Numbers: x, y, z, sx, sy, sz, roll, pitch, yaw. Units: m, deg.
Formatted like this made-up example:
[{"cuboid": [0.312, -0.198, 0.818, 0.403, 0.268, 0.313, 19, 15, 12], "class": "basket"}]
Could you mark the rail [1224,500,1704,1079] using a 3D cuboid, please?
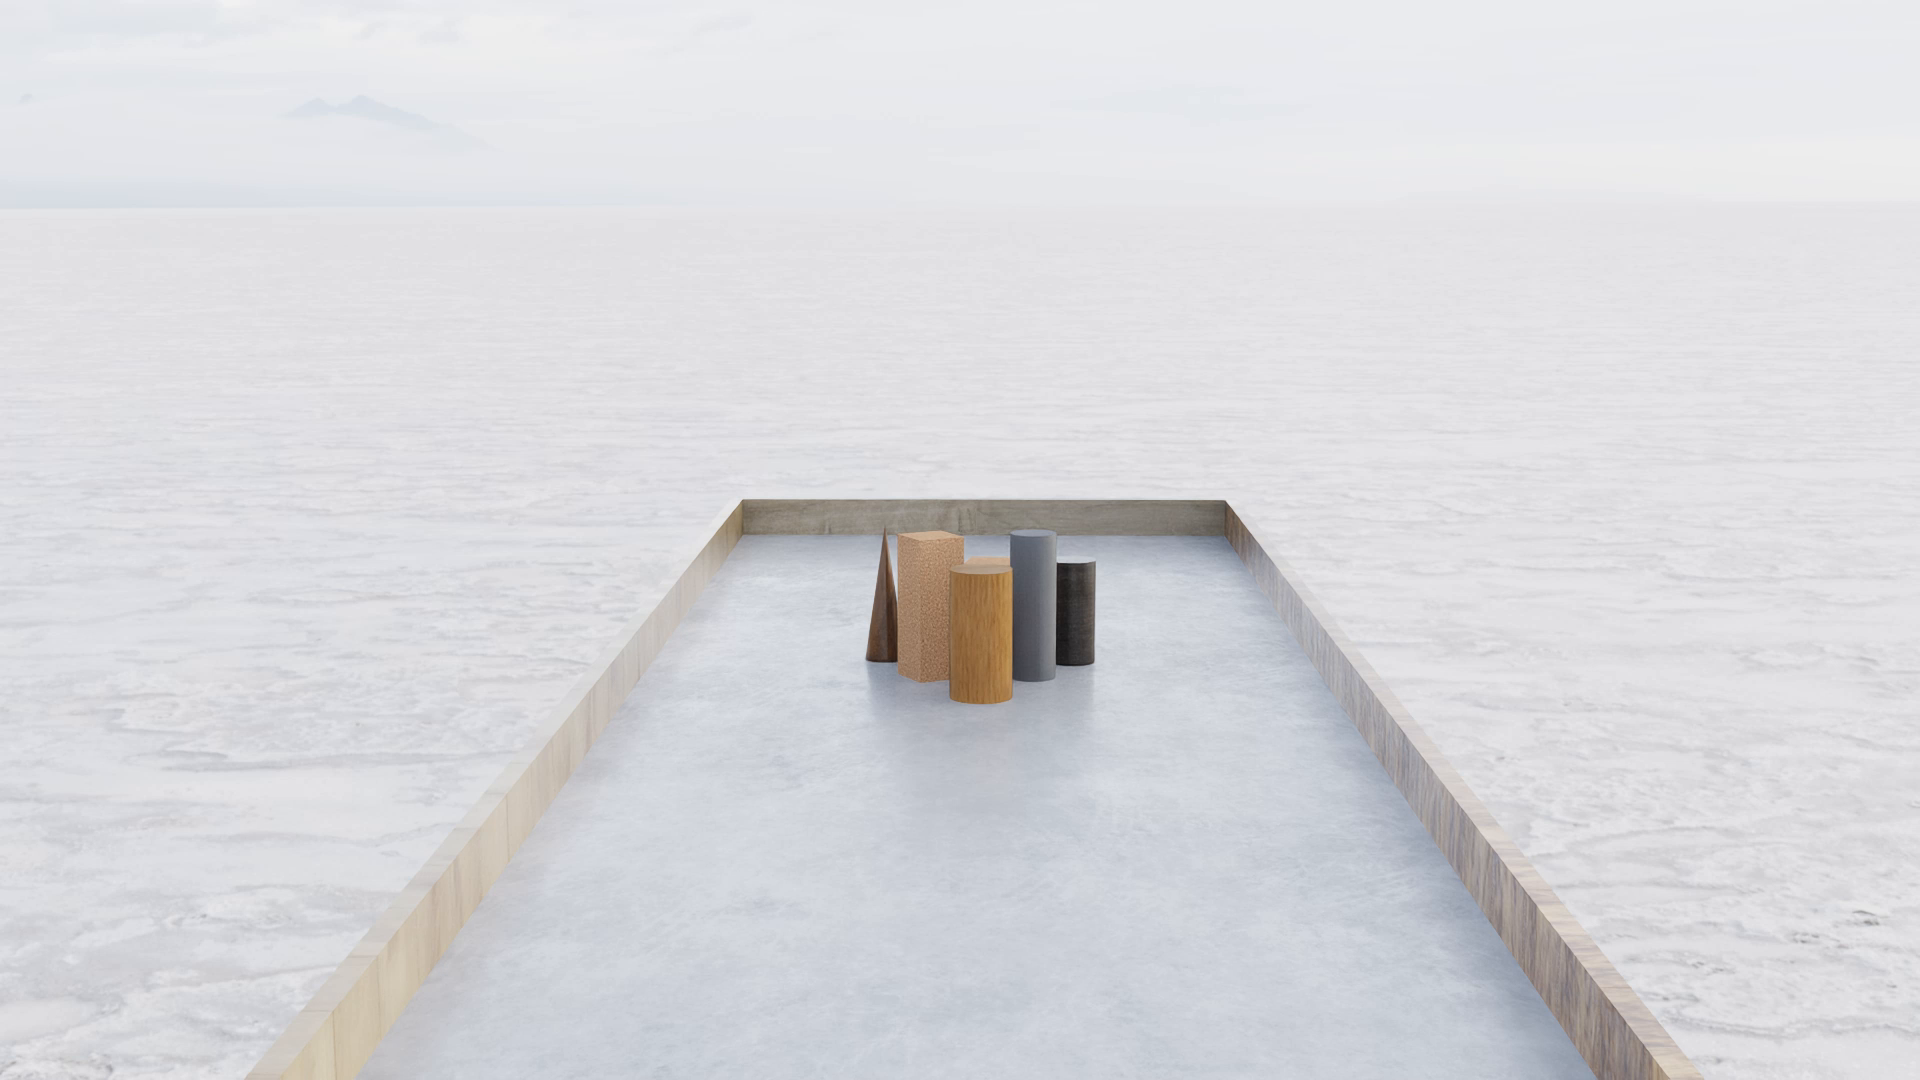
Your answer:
[{"cuboid": [1.046, 0.843, 3.208, 0.050, 0.150, 12.000, 0, 9, 1], "class": "rail"}]

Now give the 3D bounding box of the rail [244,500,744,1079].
[{"cuboid": [-1.004, 0.839, 3.234, 0.050, 0.150, 12.000, 0, 9, 1], "class": "rail"}]

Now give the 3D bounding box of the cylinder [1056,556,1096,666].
[{"cuboid": [0.340, 0.214, 6.658, 0.141, 0.314, 0.141, 0, 9, 0], "class": "cylinder"}]

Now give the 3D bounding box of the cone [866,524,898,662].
[{"cuboid": [-0.227, 0.156, 6.692, 0.126, 0.417, 0.126, 0, 9, 0], "class": "cone"}]

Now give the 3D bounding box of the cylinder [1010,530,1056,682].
[{"cuboid": [0.214, 0.191, 6.435, 0.136, 0.429, 0.136, 0, 9, 0], "class": "cylinder"}]

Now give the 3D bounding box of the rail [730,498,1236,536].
[{"cuboid": [0.099, -0.098, 9.147, 2.100, 0.150, 0.050, 0, 9, 1], "class": "rail"}]

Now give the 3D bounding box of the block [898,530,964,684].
[{"cuboid": [-0.086, 0.194, 6.450, 0.144, 0.419, 0.144, -5, 10, -29], "class": "block"}]

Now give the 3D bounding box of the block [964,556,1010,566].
[{"cuboid": [0.092, 0.214, 6.683, 0.140, 0.305, 0.140, 2, 9, 10], "class": "block"}]

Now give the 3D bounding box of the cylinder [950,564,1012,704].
[{"cuboid": [0.059, 0.262, 6.184, 0.178, 0.367, 0.178, 0, 9, 0], "class": "cylinder"}]
